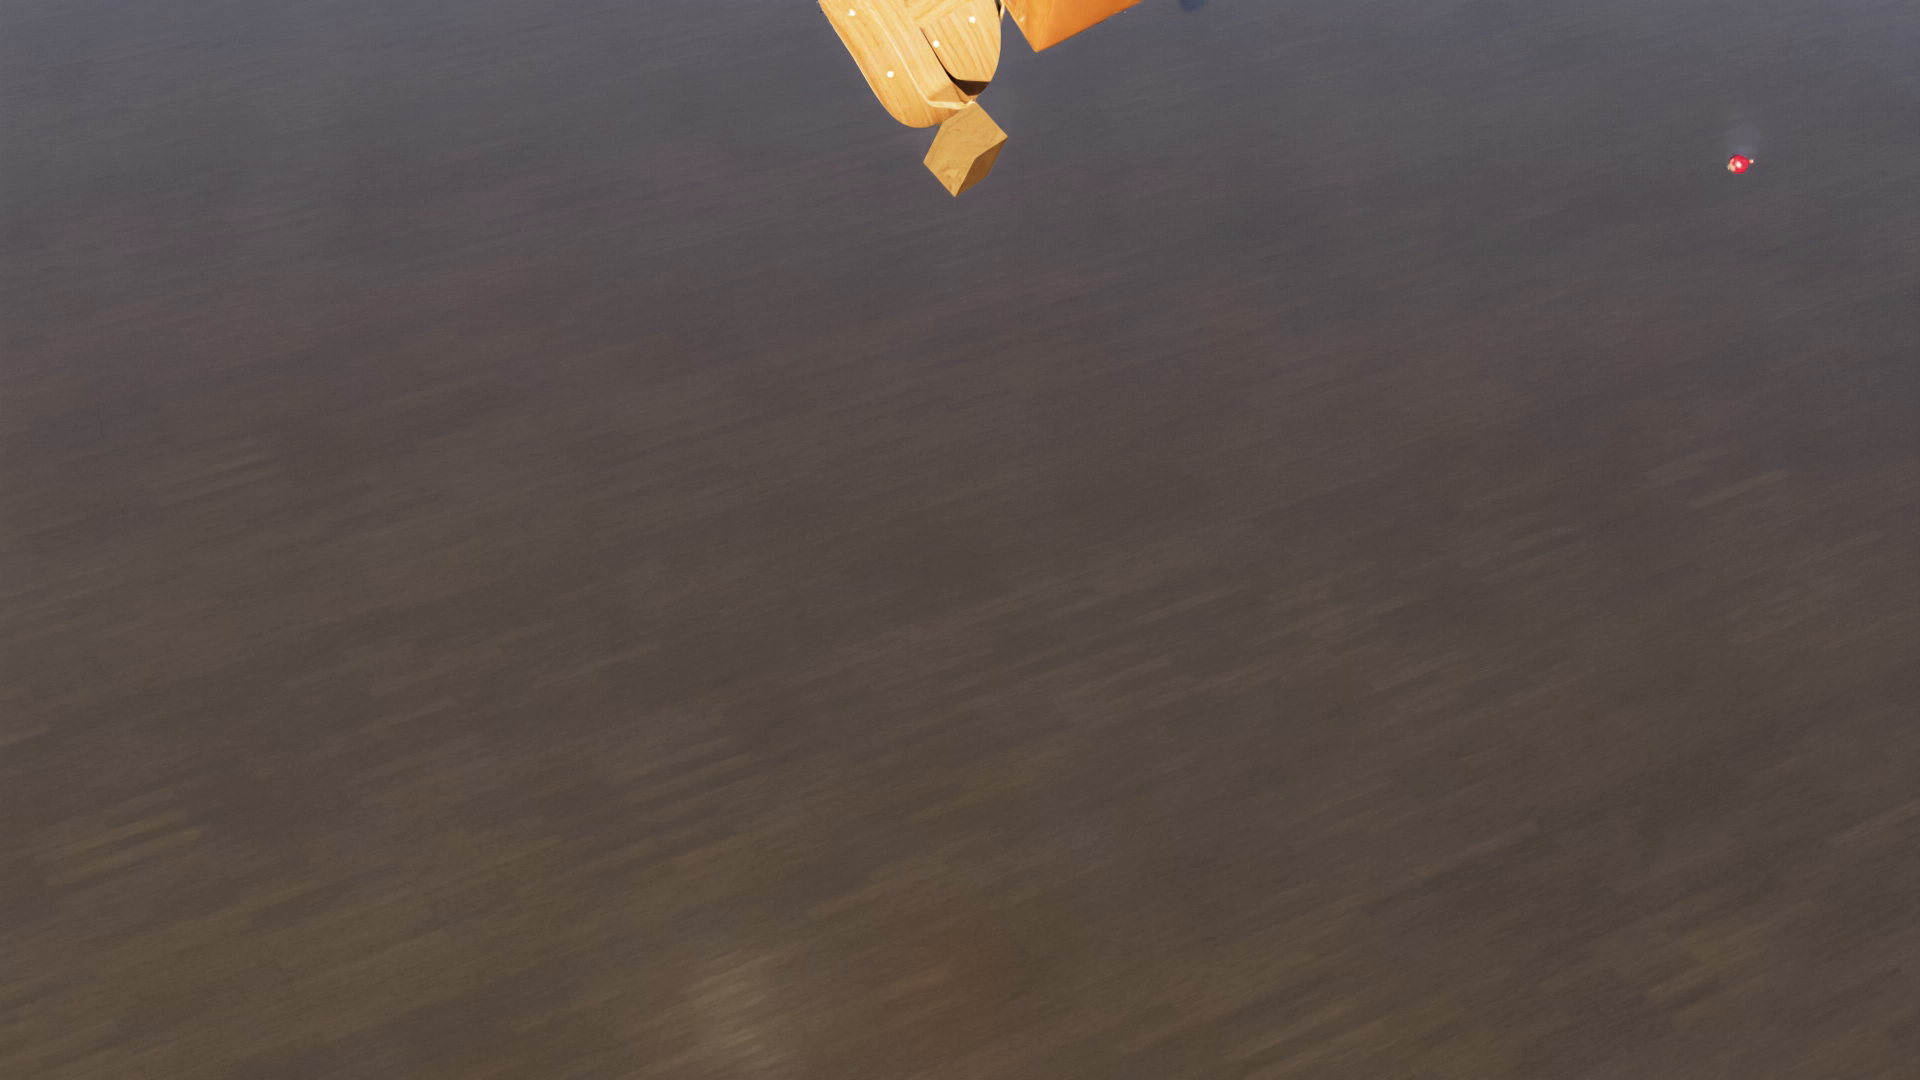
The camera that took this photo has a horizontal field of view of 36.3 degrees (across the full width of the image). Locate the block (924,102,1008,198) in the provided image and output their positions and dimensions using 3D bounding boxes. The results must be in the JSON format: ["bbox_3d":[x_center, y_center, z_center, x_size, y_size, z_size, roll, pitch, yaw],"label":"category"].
[{"bbox_3d":[0.015,-1.148,8.620,0.135,0.218,0.143,-36,80,-29],"label":"block"}]
